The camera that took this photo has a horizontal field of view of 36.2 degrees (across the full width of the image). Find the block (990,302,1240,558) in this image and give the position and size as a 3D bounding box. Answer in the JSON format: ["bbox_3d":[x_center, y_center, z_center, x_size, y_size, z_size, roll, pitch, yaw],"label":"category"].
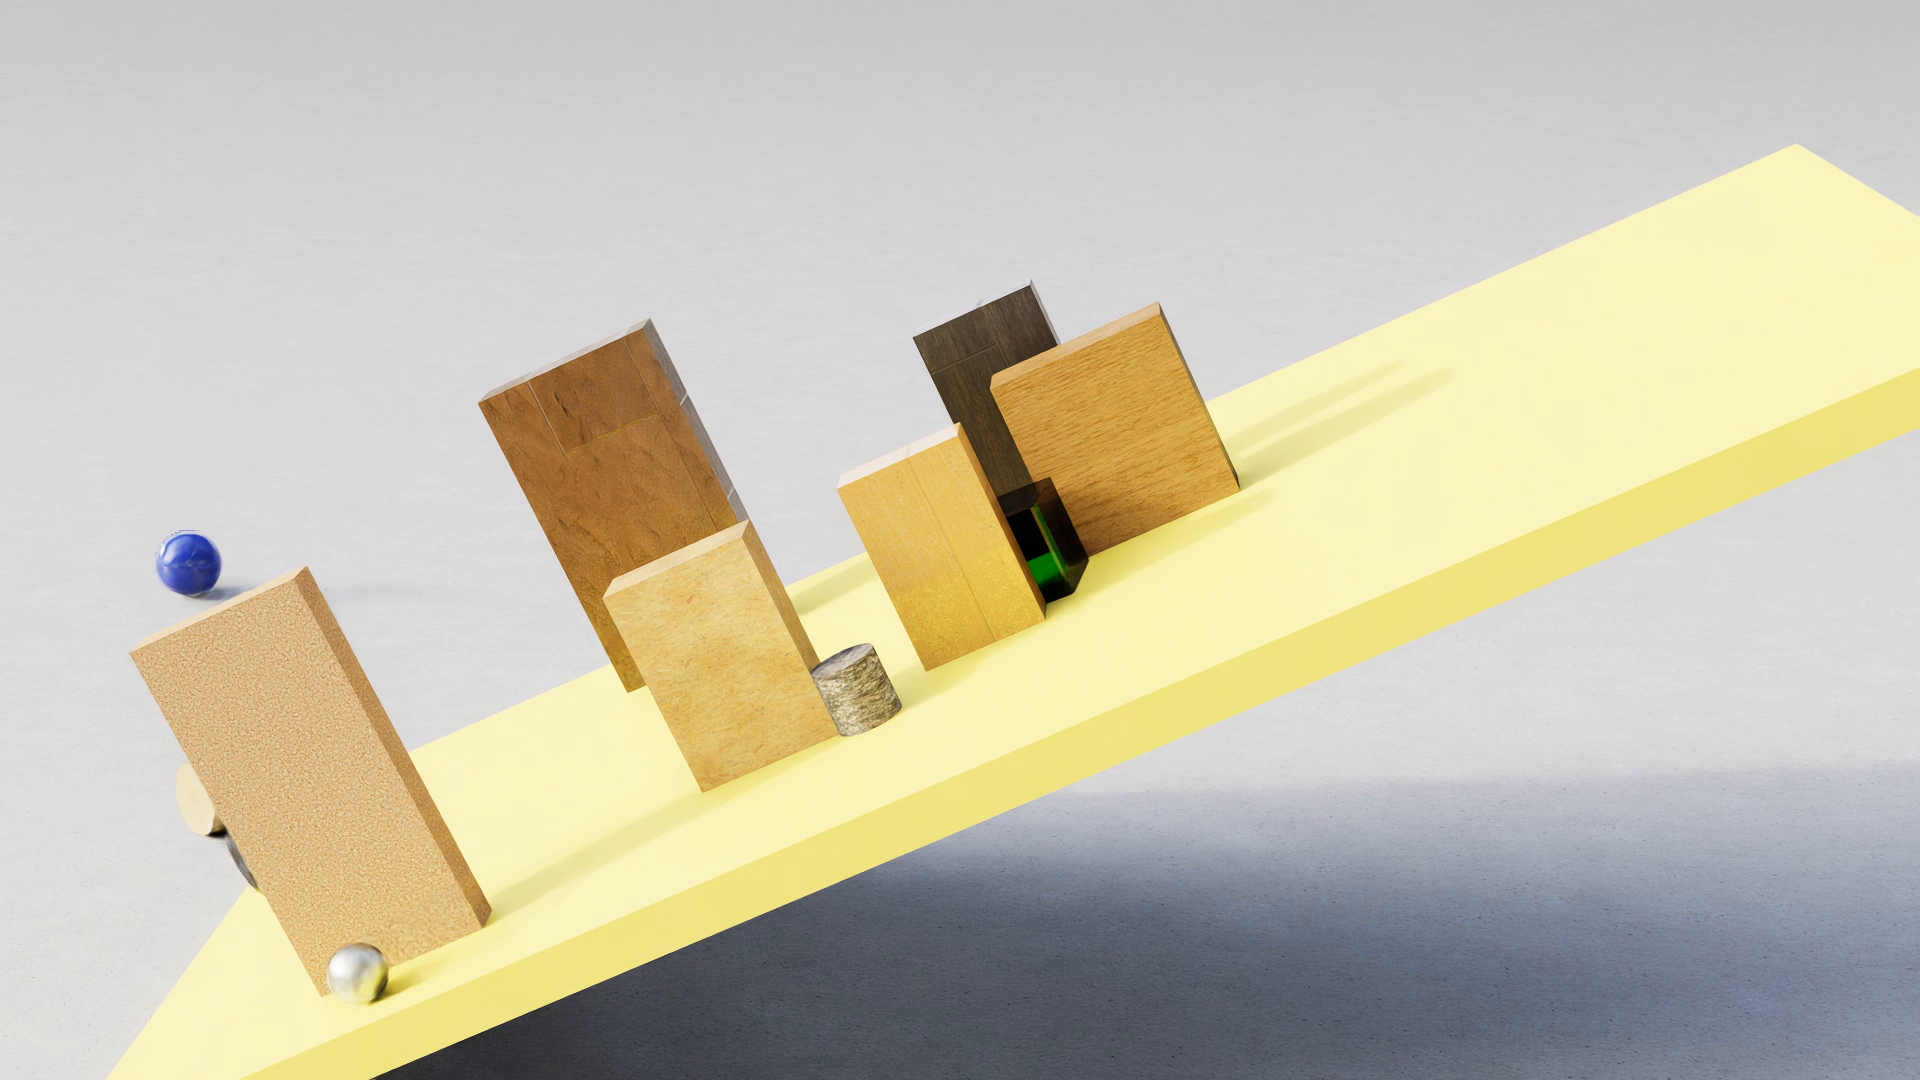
[{"bbox_3d":[0.333,-0.230,6.307,0.392,0.422,0.141,-24,13,9],"label":"block"}]

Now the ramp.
[{"bbox_3d":[0.135,0.169,6.283,4.000,0.100,2.000,-24,13,9],"label":"ramp"}]

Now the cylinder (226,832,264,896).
[{"bbox_3d":[-1.568,0.700,6.788,0.178,0.178,0.178,-34,33,-31],"label":"cylinder"}]

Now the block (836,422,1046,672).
[{"bbox_3d":[-0.035,0.015,6.032,0.271,0.426,0.117,-24,13,9],"label":"block"}]

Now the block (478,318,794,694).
[{"bbox_3d":[-0.762,-0.078,6.971,0.431,0.781,0.126,-24,13,9],"label":"block"}]

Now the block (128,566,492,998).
[{"bbox_3d":[-1.260,0.476,5.737,0.362,0.783,0.096,-24,13,9],"label":"block"}]

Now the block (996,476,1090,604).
[{"bbox_3d":[0.124,0.023,6.199,0.204,0.204,0.204,-21,14,18],"label":"block"}]

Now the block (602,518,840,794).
[{"bbox_3d":[-0.473,0.235,5.941,0.310,0.451,0.138,-24,13,9],"label":"block"}]

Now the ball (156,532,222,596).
[{"bbox_3d":[-2.499,0.078,9.538,0.208,0.208,0.208,0,16,0],"label":"ball"}]

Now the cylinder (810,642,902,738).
[{"bbox_3d":[-0.207,0.300,5.883,0.138,0.138,0.138,-24,13,6],"label":"cylinder"}]

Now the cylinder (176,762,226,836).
[{"bbox_3d":[-1.879,0.643,7.545,0.189,0.189,0.189,-14,21,-42],"label":"cylinder"}]

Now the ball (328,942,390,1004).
[{"bbox_3d":[-1.152,0.830,5.634,0.116,0.116,0.116,0,16,0],"label":"ball"}]

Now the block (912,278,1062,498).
[{"bbox_3d":[0.142,-0.270,6.537,0.283,0.551,0.089,-24,13,9],"label":"block"}]
